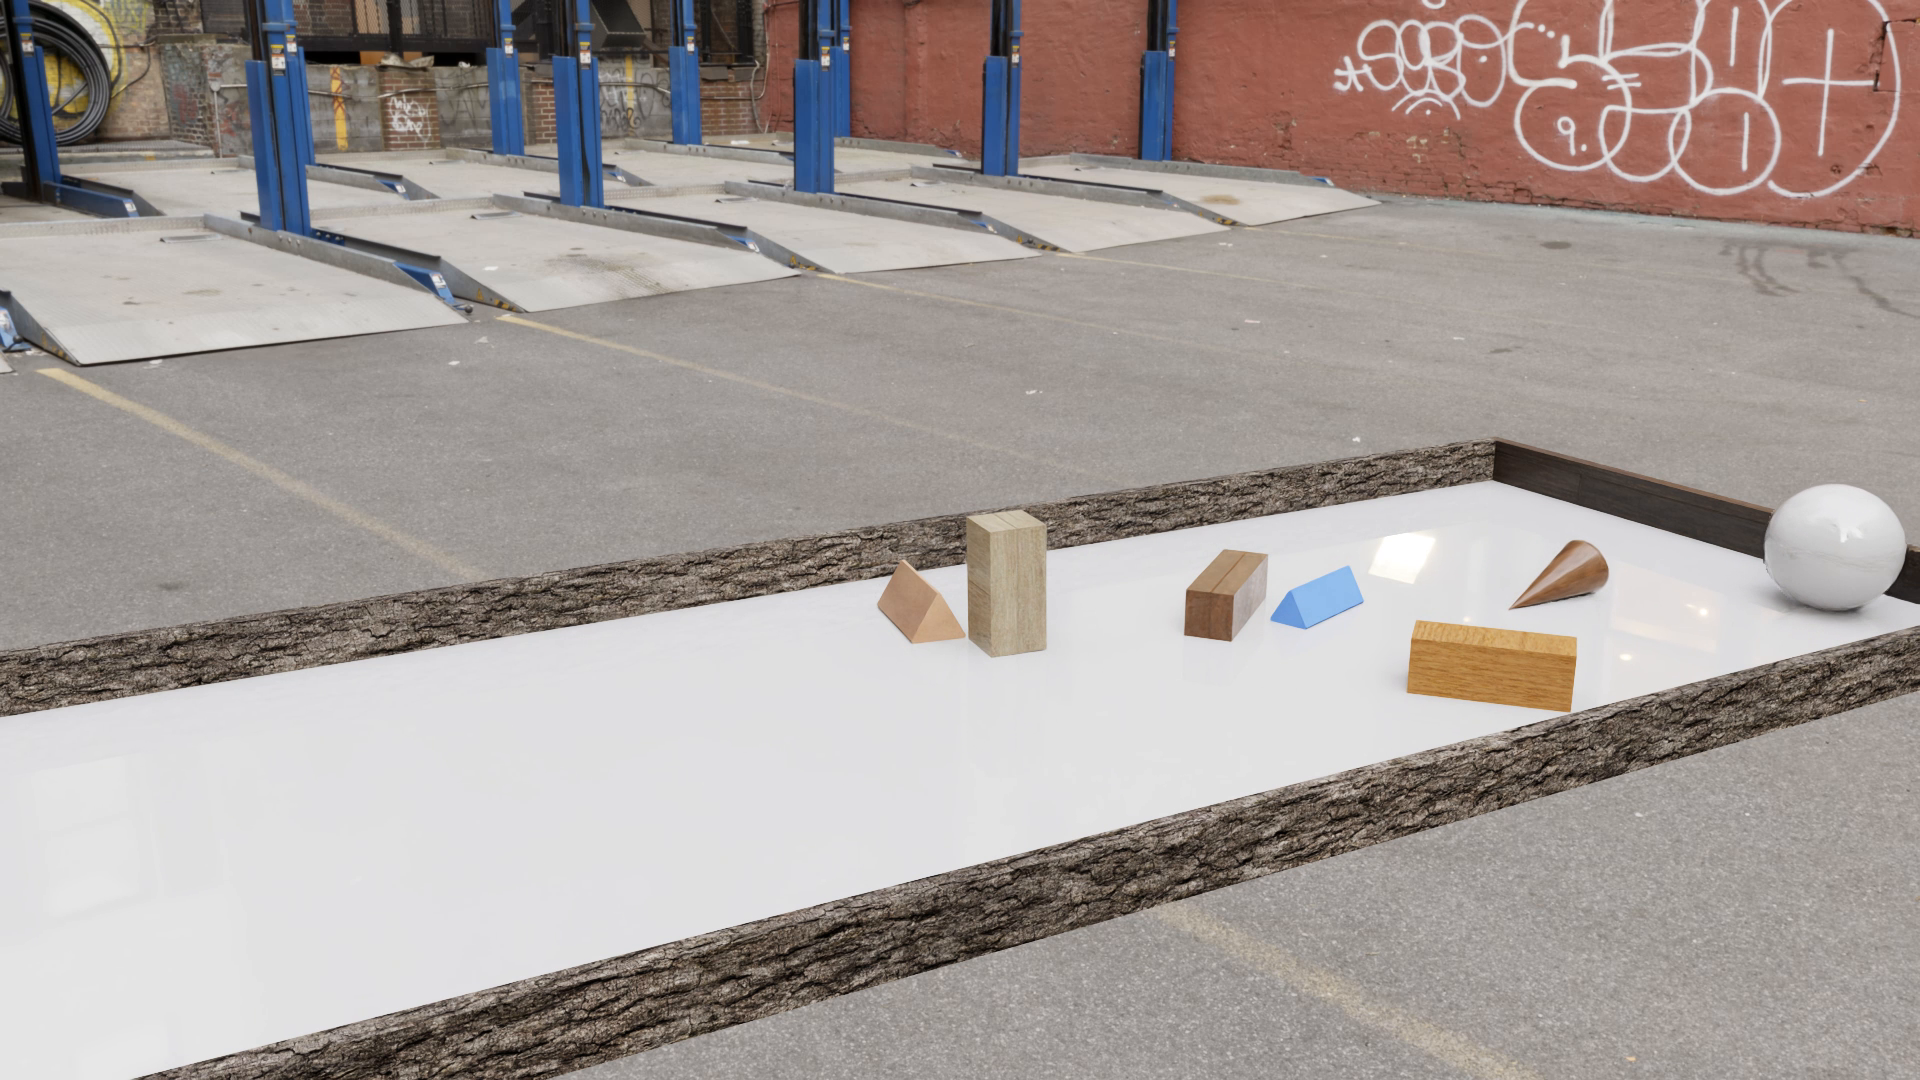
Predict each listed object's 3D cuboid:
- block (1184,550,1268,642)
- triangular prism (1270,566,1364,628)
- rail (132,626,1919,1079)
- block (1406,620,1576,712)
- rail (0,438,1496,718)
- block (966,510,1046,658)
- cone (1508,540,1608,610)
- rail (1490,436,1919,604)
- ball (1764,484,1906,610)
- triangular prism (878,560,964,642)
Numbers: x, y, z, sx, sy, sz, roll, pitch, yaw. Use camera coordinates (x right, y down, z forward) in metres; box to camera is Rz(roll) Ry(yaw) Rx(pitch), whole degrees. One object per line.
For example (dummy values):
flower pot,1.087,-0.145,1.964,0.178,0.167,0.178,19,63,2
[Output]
block,0.748,0.150,4.613,0.131,0.131,0.412,7,18,22
triangular prism,1.012,0.153,4.651,0.113,0.098,0.316,15,22,40
rail,-2.336,1.006,1.665,12.000,0.150,0.050,-9,18,-27
block,1.306,0.307,4.053,0.381,0.144,0.144,6,17,19
rail,-3.305,0.497,3.399,12.000,0.150,0.050,-9,18,-27
block,0.123,0.114,4.357,0.159,0.342,0.159,-8,18,-21
cone,1.690,0.137,4.749,0.337,0.162,0.162,-25,26,-26
rail,2.466,-0.048,5.253,0.050,0.150,2.100,-9,18,-27
ball,2.465,0.020,4.654,0.357,0.357,0.357,0,16,0
triangular prism,-0.110,0.161,4.559,0.152,0.132,0.324,-5,17,-19
